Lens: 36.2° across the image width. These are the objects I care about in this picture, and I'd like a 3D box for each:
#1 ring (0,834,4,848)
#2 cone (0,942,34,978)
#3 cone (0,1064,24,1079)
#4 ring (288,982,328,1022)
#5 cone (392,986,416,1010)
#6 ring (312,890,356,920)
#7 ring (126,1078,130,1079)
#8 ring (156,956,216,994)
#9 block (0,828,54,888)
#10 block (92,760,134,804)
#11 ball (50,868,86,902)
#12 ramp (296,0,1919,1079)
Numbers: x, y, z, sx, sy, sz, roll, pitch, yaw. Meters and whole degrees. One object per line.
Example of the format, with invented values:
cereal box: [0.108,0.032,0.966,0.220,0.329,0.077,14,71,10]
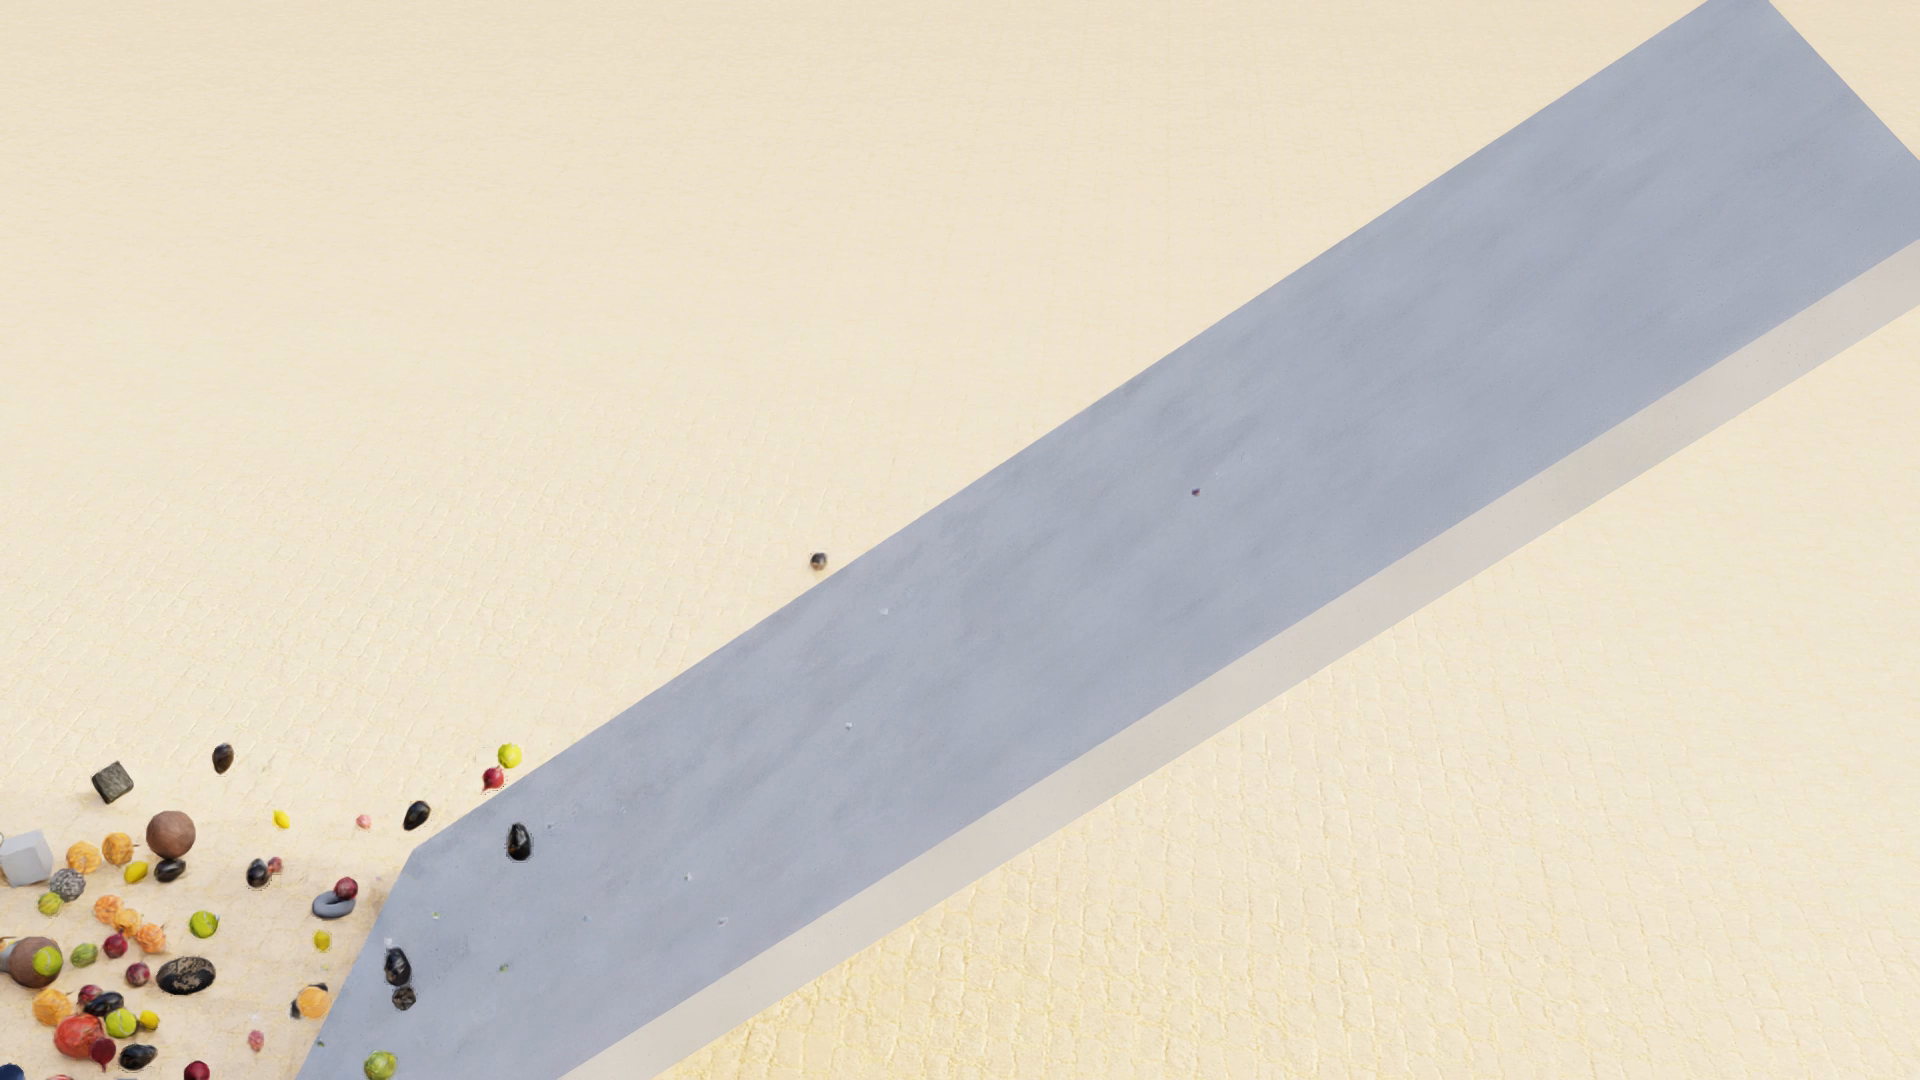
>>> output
ring: [-2.570,0.813,7.799,0.098,0.098,0.033,10,8,24]
cone: [-2.333,1.062,7.309,0.093,0.093,0.093,35,32,12]
cone: [-2.181,1.259,6.791,0.083,0.083,0.083,-3,-23,7]
ring: [-1.541,1.092,6.958,0.038,0.113,0.113,41,36,15]
cone: [-1.250,1.037,6.645,0.053,0.053,0.053,2,-11,4]
ring: [-1.621,0.943,7.612,0.114,0.038,0.114,-2,23,1]
ring: [-1.927,1.270,6.763,0.118,0.039,0.118,-1,6,0]
ring: [-1.912,1.076,7.267,0.143,0.048,0.143,-1,20,0]
block: [-2.461,0.840,7.755,0.100,0.100,0.100,-17,23,-1]
block: [-2.350,0.673,8.159,0.080,0.080,0.080,-35,-3,-26]
ball: [-2.324,0.898,7.657,0.088,0.088,0.088,0,22,0]
ramp: [0.133,0.176,6.311,4.000,0.100,2.000,-33,16,16]
